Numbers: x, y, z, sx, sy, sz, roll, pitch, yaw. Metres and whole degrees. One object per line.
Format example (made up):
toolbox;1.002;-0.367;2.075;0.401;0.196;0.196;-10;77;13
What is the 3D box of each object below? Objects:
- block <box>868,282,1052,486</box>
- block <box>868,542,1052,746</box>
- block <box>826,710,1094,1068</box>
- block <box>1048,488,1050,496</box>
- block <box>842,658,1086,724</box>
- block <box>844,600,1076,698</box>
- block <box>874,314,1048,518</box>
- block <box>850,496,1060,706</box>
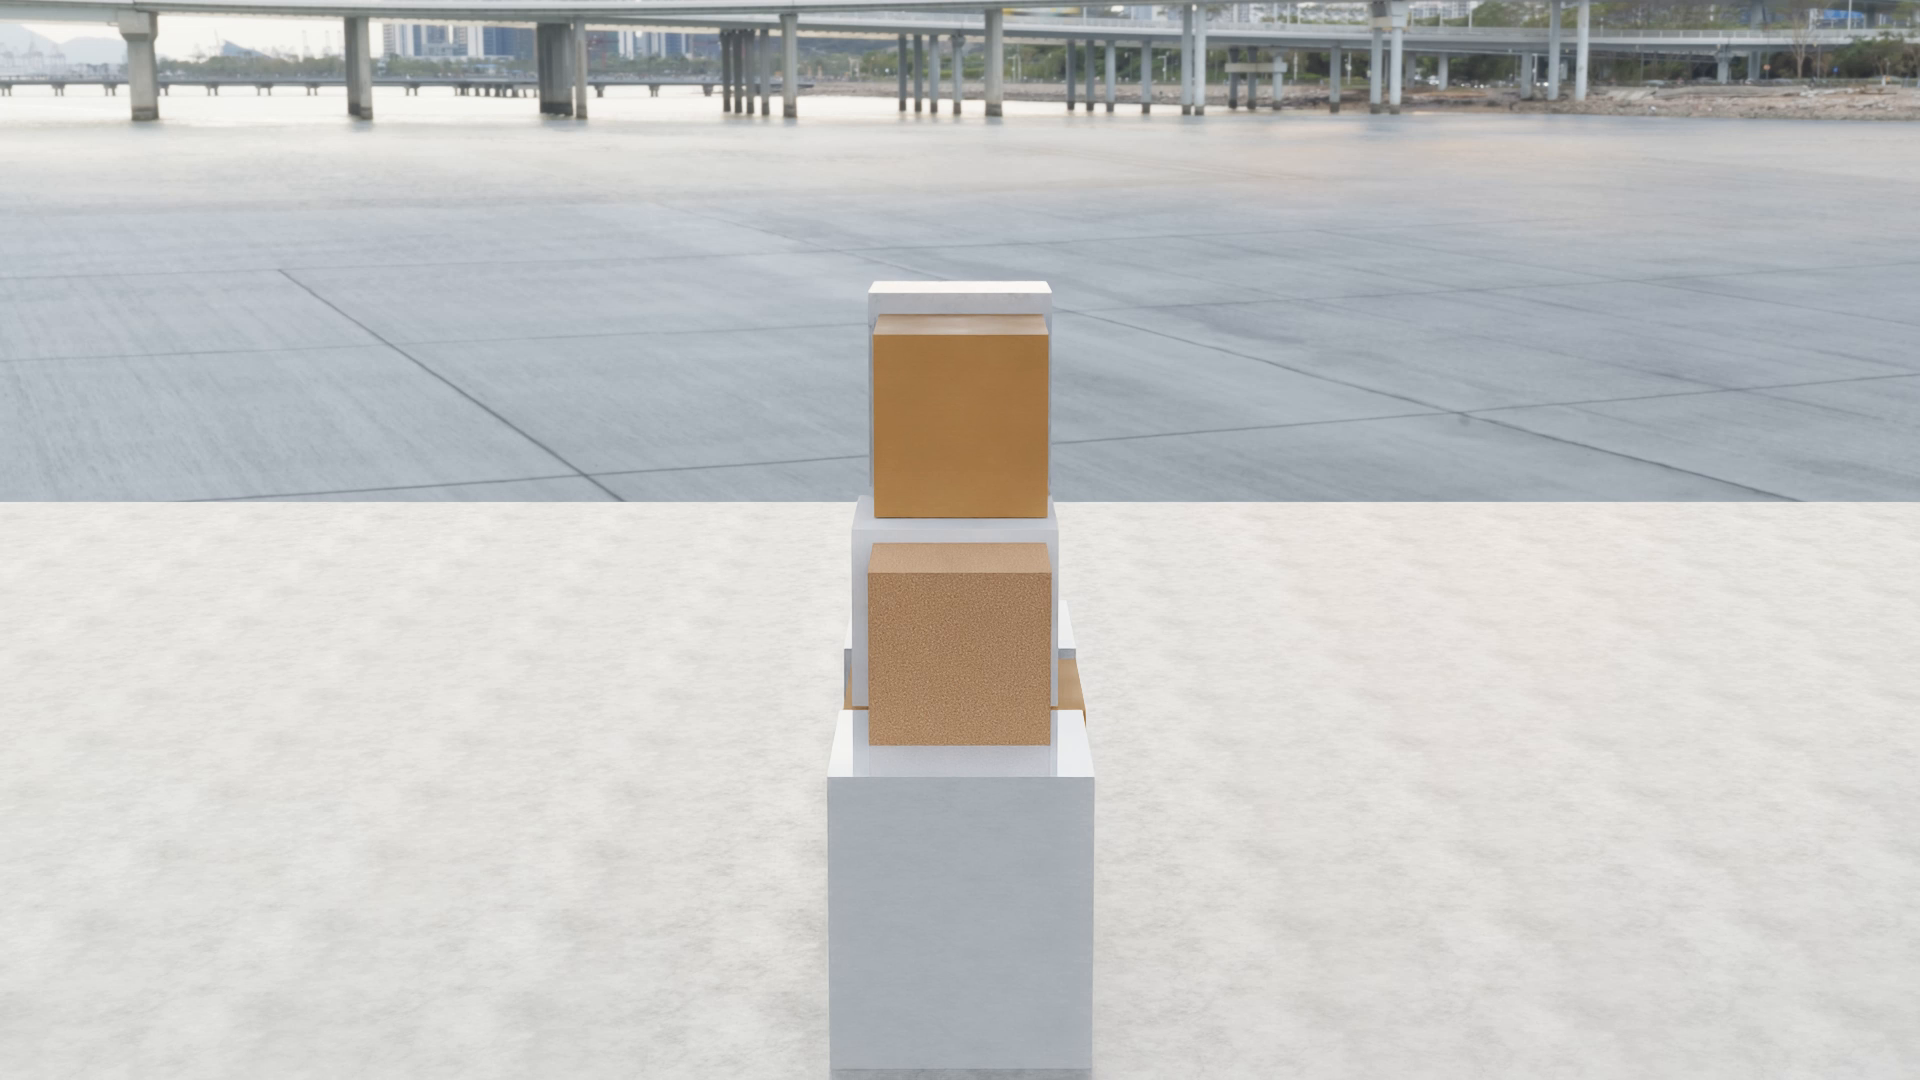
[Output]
block;0.000;-0.690;11.162;0.769;0.820;0.754;0;9;0
block;-0.001;0.382;9.636;0.666;0.646;0.600;0;10;0
block;0.003;1.274;9.547;0.938;1.078;0.957;0;10;0
block;0.014;0.093;11.112;0.722;0.711;0.740;0;9;0
block;0.017;1.109;10.466;0.942;1.074;0.890;0;10;0
block;-0.001;0.857;12.217;1.050;0.942;1.070;0;10;0
block;0.004;-0.514;10.407;0.683;0.728;0.747;0;11;0
block;-0.019;0.231;10.333;0.801;0.700;0.807;0;10;0
